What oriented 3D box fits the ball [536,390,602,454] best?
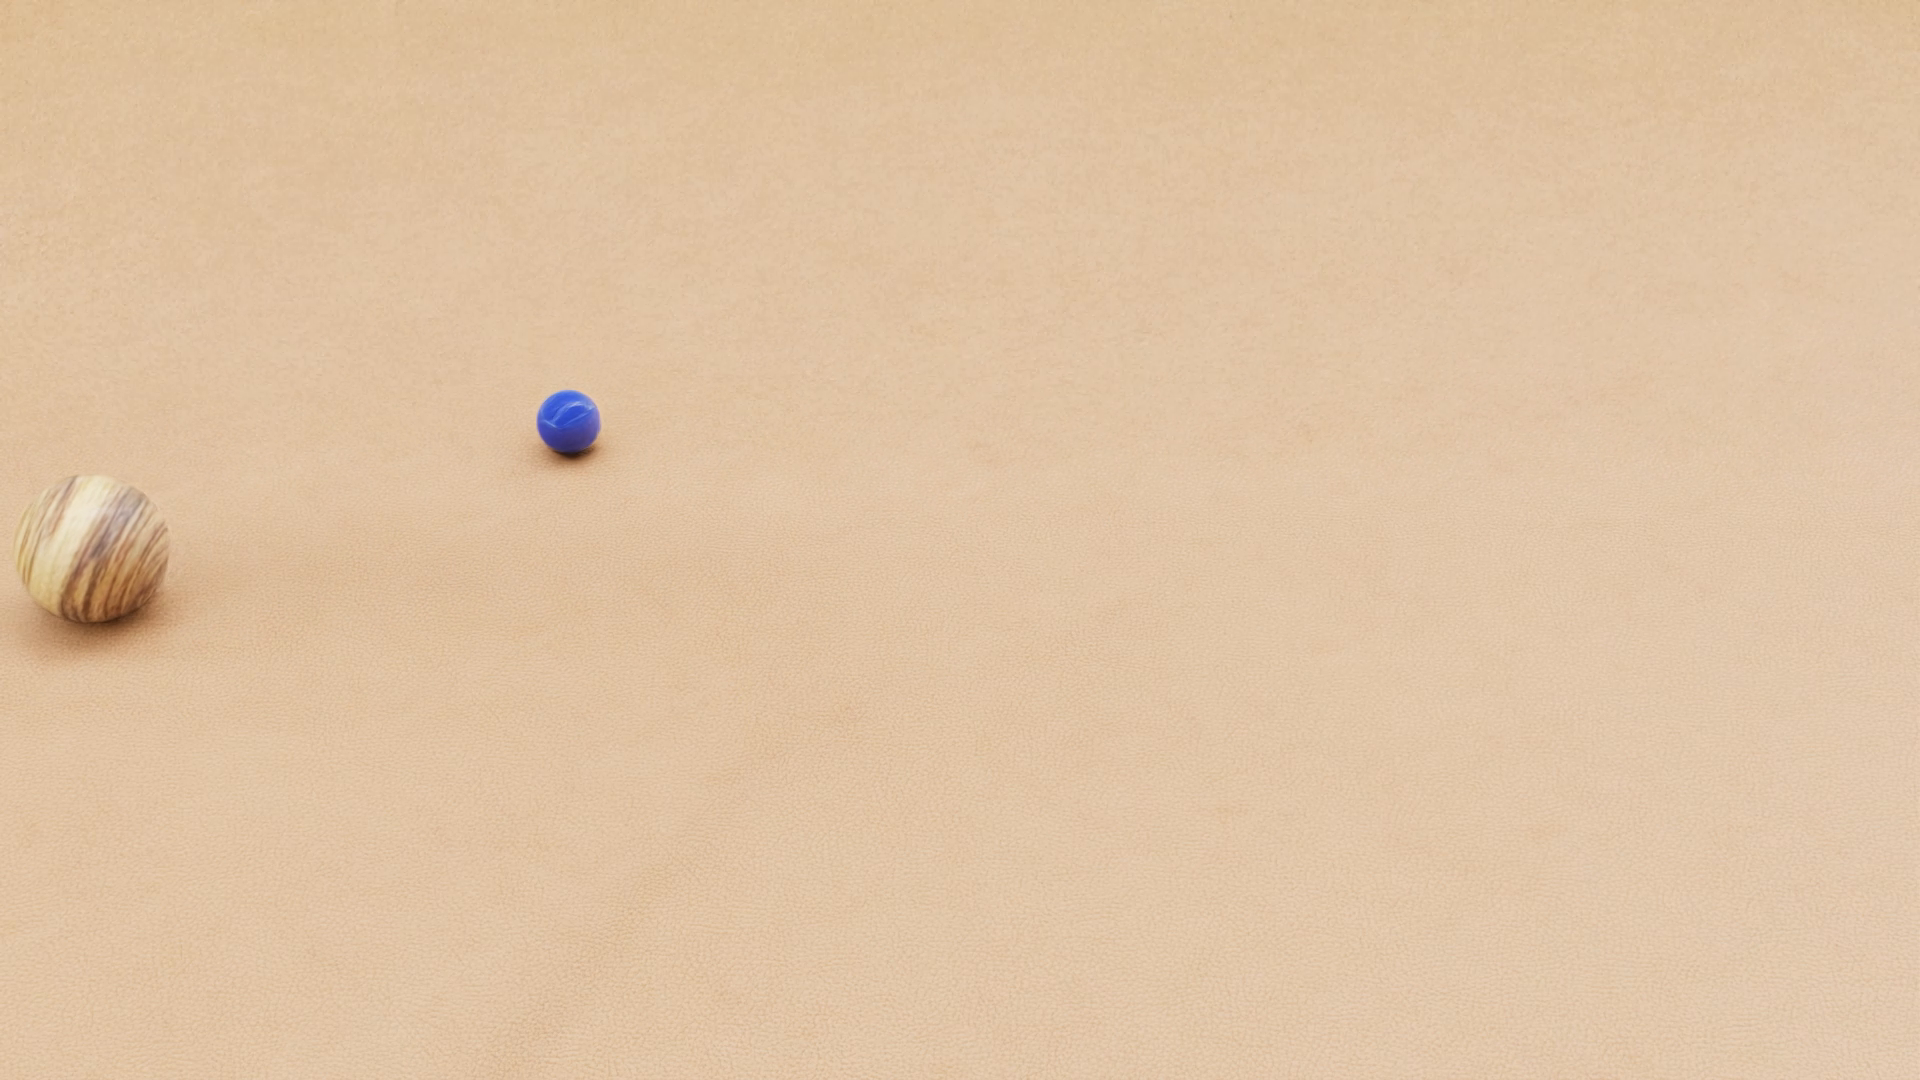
[{"bbox_3d":[-0.265,-0.080,1.737,0.043,0.043,0.043,0,36,0],"label":"ball"}]

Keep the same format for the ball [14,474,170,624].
[{"bbox_3d":[-0.534,0.005,1.579,0.092,0.092,0.092,0,36,0],"label":"ball"}]
